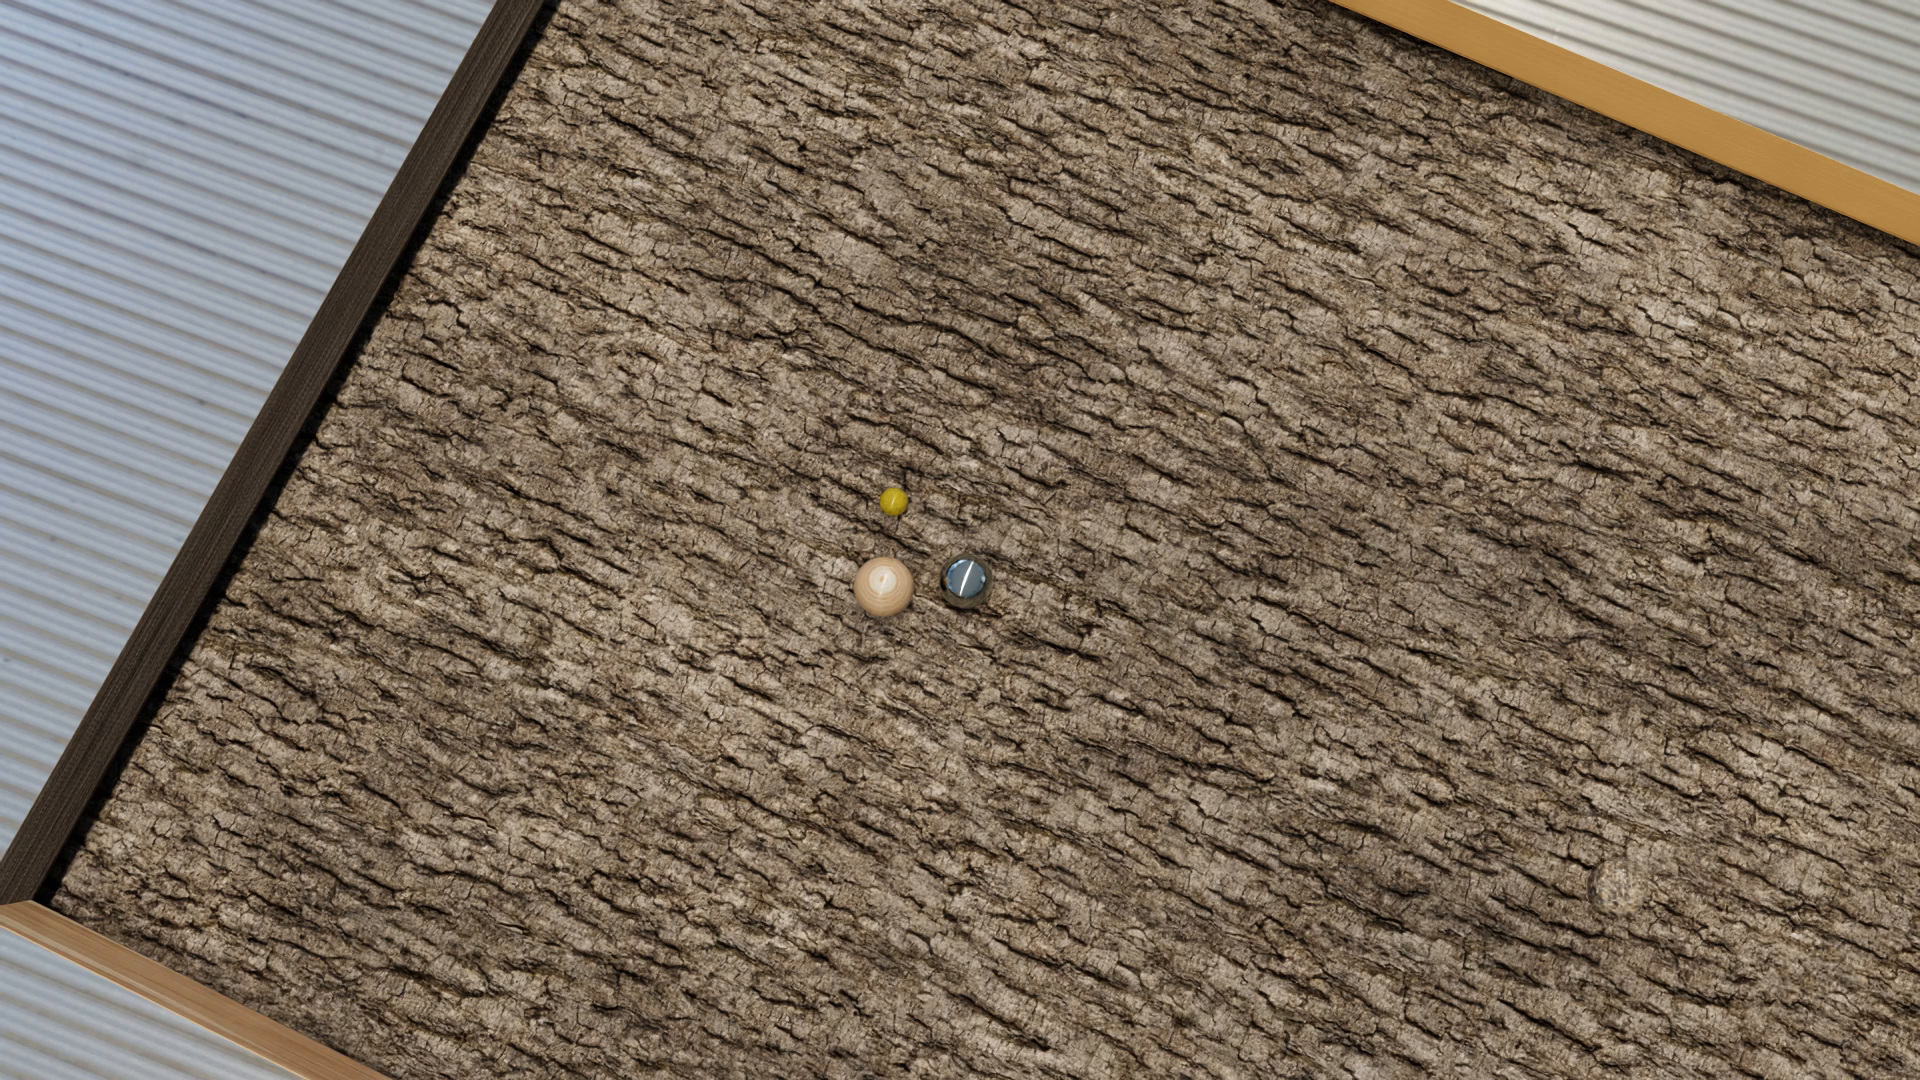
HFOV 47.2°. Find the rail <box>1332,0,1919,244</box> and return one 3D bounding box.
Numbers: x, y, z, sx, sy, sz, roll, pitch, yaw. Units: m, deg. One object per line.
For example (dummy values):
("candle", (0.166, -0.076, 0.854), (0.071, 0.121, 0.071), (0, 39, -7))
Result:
("rail", (1.393, -0.534, 3.457), (4.119, 0.119, 0.045), (24, 77, 6))

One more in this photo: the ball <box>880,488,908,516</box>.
("ball", (-0.101, -0.058, 3.372), (0.044, 0.044, 0.044), (0, 75, 0))

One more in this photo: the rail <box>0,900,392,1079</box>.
("rail", (0.472, 1.367, 2.958), (4.119, 0.119, 0.045), (24, 77, 6))

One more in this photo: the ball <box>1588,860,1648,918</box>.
("ball", (0.958, 0.508, 3.203), (0.084, 0.084, 0.084), (0, 75, 0))

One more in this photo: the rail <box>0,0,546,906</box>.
("rail", (-0.911, -0.419, 3.426), (0.045, 0.119, 2.217), (24, 77, 6))

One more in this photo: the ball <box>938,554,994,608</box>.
("ball", (0.009, 0.062, 3.320), (0.083, 0.083, 0.083), (0, 75, 0))

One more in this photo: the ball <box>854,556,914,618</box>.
("ball", (-0.115, 0.070, 3.313), (0.092, 0.092, 0.092), (0, 75, 0))
